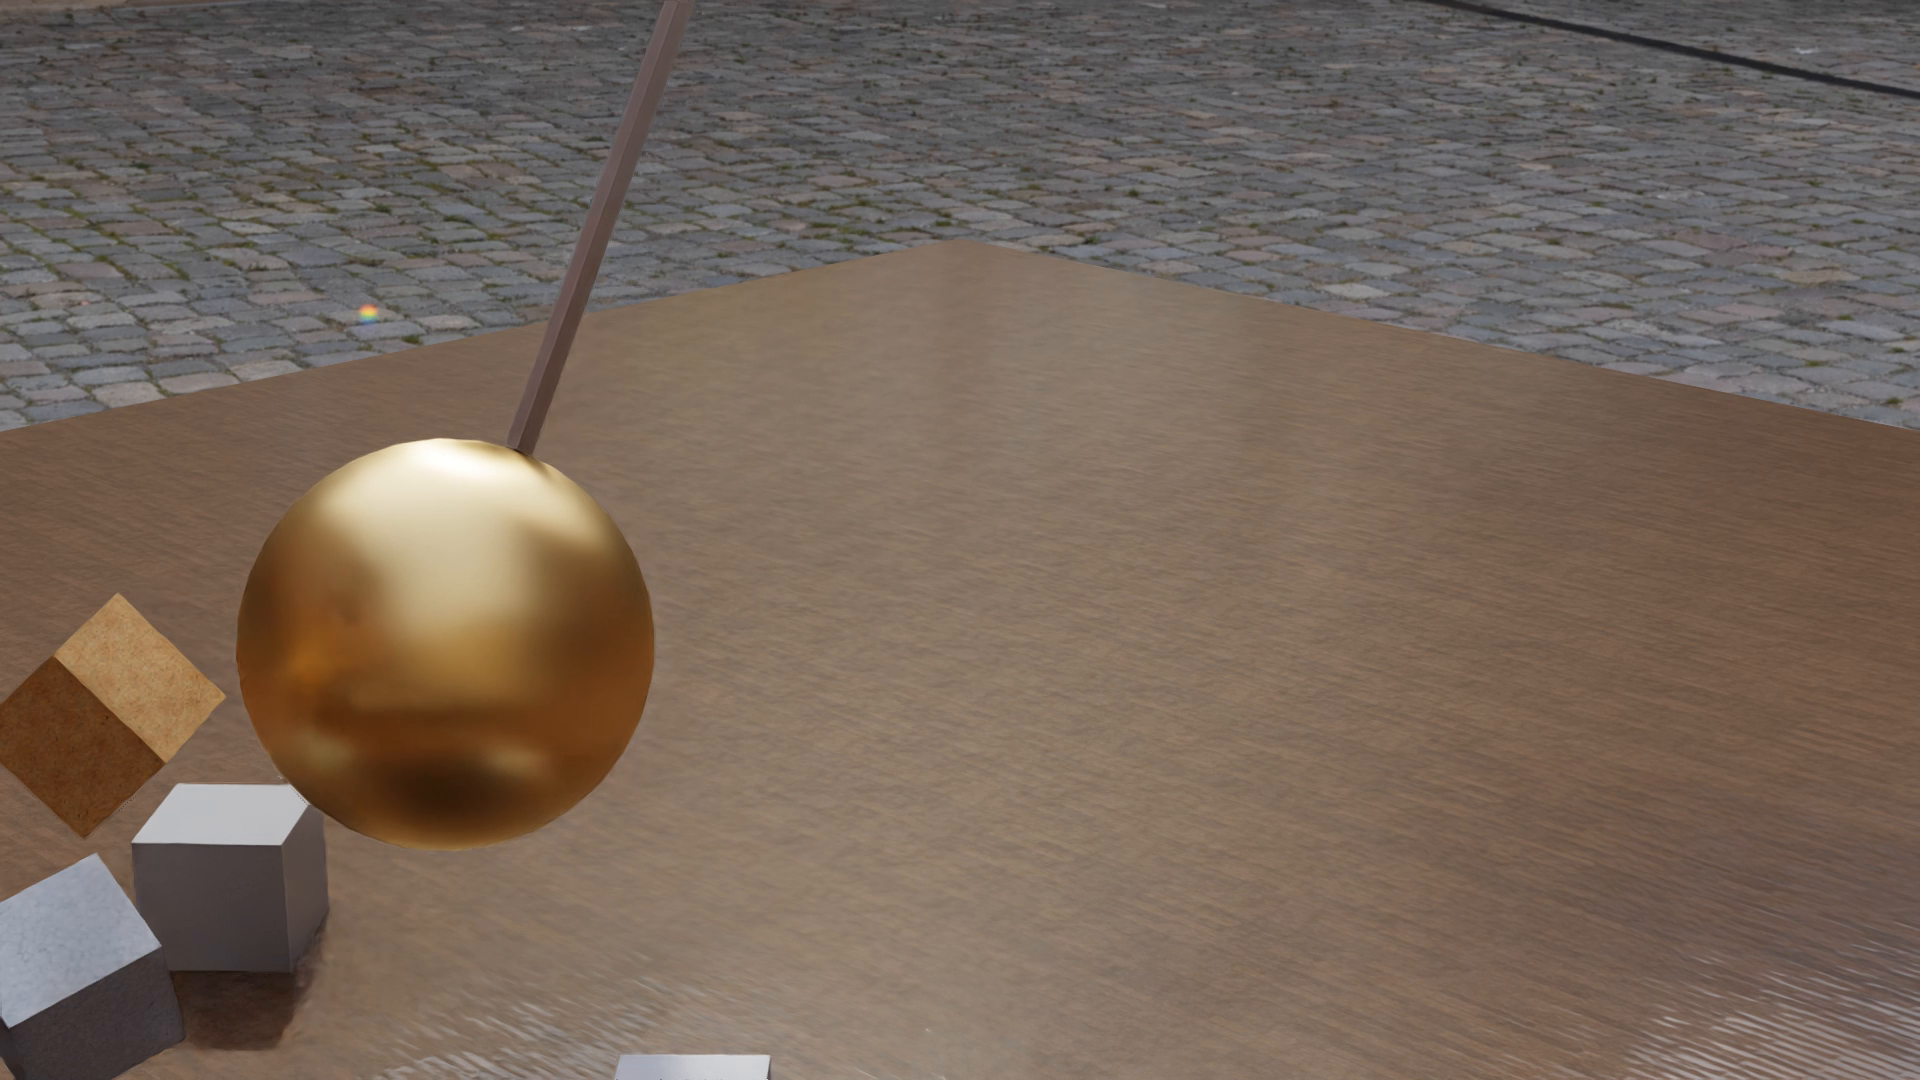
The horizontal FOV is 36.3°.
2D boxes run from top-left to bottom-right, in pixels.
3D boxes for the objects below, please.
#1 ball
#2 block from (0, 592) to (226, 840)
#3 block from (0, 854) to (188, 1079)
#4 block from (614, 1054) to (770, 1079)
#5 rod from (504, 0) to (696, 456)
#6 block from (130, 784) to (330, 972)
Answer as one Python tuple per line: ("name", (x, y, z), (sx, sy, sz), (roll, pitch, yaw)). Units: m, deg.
("ball", (-1.988, 0.407, 11.385), (1.600, 1.600, 1.600), (0, 17, 0))
("block", (-3.014, 0.613, 10.279), (0.486, 0.528, 0.500), (-39, 12, 24))
("block", (-3.272, 1.634, 10.765), (0.592, 0.595, 0.513), (-29, 55, -26))
("block", (-0.974, 2.184, 10.597), (0.548, 0.479, 0.460), (0, 17, 1))
("rod", (-0.862, -2.797, 11.560), (0.080, 5.200, 0.080), (17, -4, 42))
("block", (-3.154, 1.459, 12.722), (0.641, 0.587, 0.655), (1, 17, 3))
